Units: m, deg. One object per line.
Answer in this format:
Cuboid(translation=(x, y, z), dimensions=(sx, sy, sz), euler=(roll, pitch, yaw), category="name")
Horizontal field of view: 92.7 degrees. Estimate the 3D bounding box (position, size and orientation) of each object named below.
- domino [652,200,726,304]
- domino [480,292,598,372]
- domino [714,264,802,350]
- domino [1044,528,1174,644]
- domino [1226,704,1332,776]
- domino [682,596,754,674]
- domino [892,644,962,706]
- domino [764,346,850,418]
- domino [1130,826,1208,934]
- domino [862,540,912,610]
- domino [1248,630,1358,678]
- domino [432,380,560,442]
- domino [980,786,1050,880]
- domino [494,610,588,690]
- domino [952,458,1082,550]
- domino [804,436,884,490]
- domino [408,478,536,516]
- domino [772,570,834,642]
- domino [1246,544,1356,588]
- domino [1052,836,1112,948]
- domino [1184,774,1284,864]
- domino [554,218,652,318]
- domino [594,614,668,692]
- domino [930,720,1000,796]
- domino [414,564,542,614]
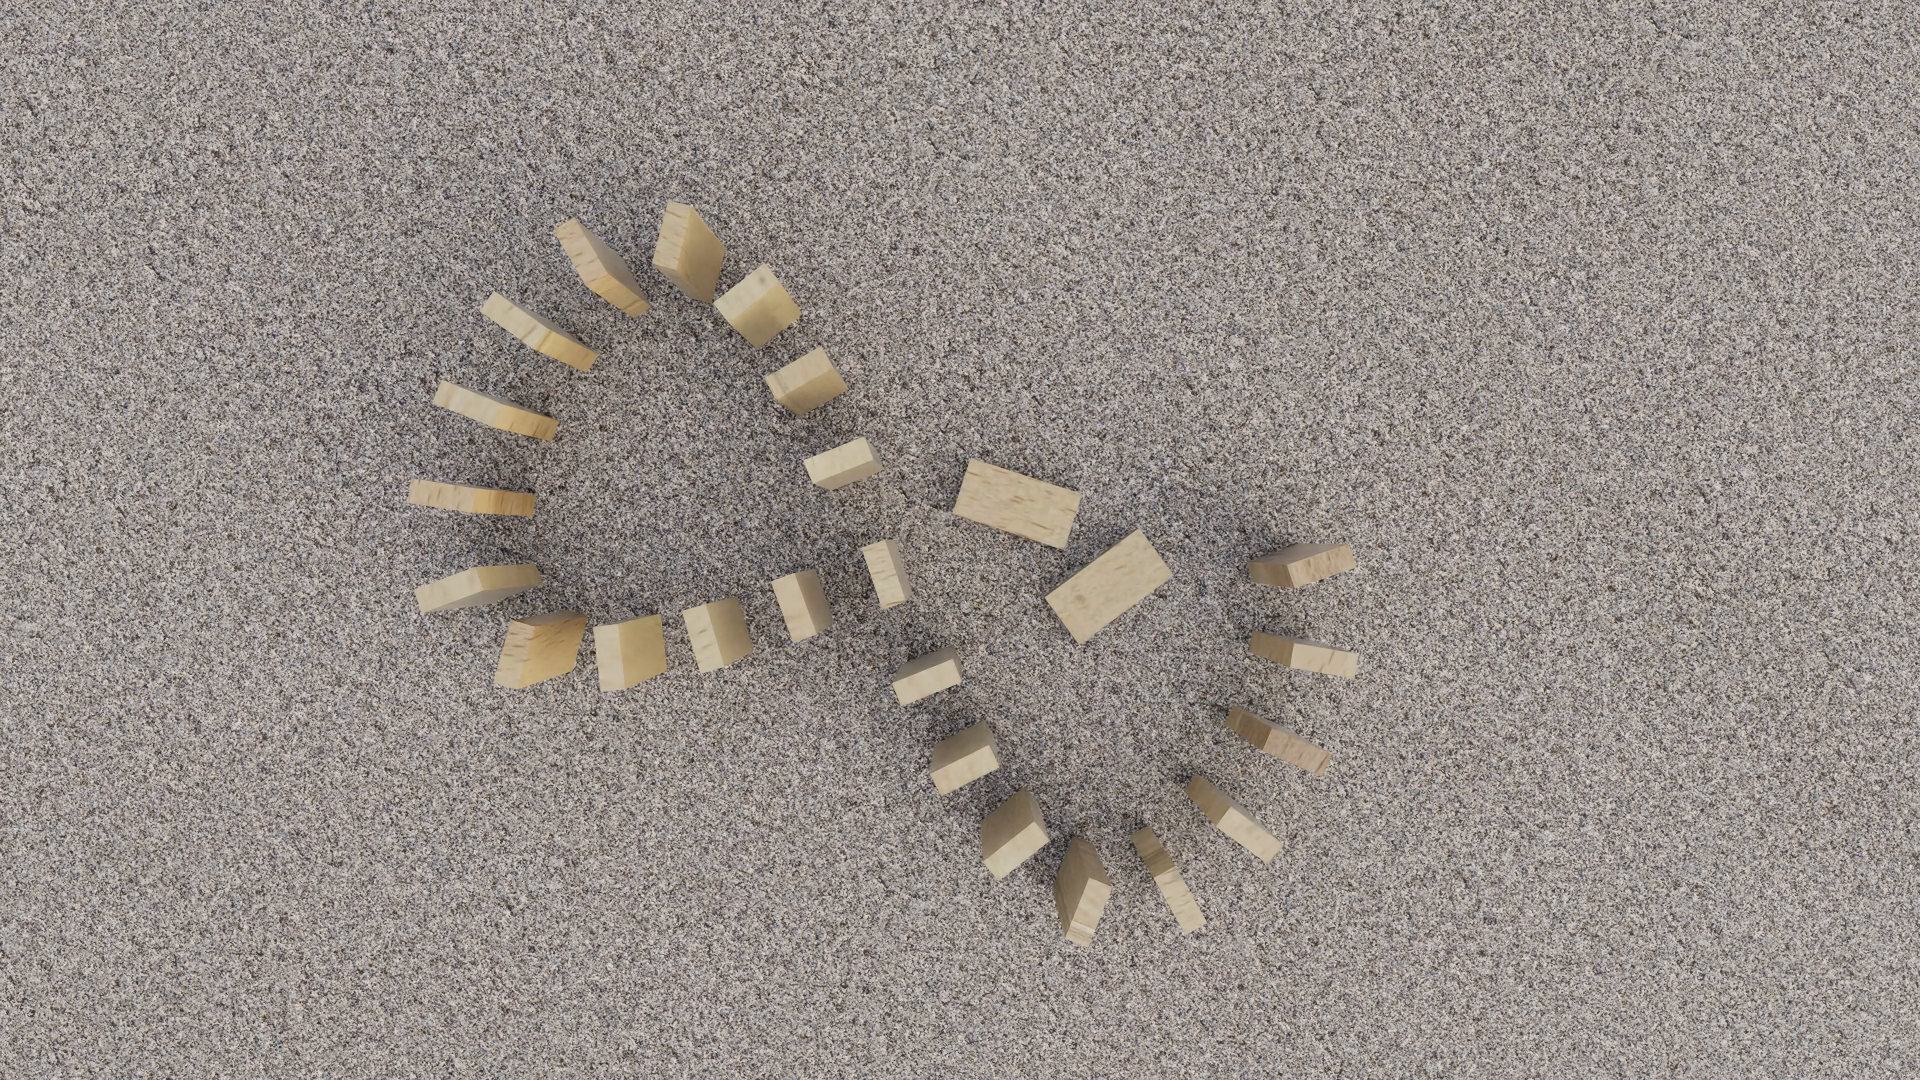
Cuboid(translation=(-0.110, -0.117, 0.375), dimensions=(0.010, 0.050, 0.025), euler=(15, 90, 0), category="domino")
Cuboid(translation=(-0.171, -0.084, 0.375), dimensions=(0.025, 0.050, 0.009), euler=(35, 90, 0), category="domino")
Cuboid(translation=(-0.082, -0.095, 0.375), dimensions=(0.025, 0.050, 0.009), euler=(-38, 90, 0), category="domino")
Cuboid(translation=(0.064, 0.020, 0.395), dimensions=(0.050, 0.010, 0.025), euler=(-36, 90, 0), category="domino")
Cuboid(translation=(0.129, 0.081, 0.375), dimensions=(0.025, 0.050, 0.010), euler=(24, 90, 0), category="domino")
Cuboid(translation=(-0.098, 0.038, 0.375), dimensions=(0.009, 0.050, 0.025), euler=(-17, 90, 0), category="domino")
Cuboid(translation=(-0.013, 0.054, 0.375), dimensions=(0.025, 0.050, 0.009), euler=(-22, 90, 0), category="domino")
Cuboid(translation=(-0.062, -0.064, 0.375), dimensions=(0.025, 0.050, 0.010), euler=(-29, 90, 0), category="domino")
Cuboid(translation=(0.084, 0.138, 0.375), dimensions=(0.009, 0.050, 0.025), euler=(-29, 90, 0), category="domino")
Cuboid(translation=(-0.029, 0.013, 0.375), dimensions=(0.009, 0.050, 0.025), euler=(-19, 90, 0), category="domino")
Cuboid(translation=(0.139, 0.046, 0.375), dimensions=(0.025, 0.050, 0.010), euler=(10, 90, 0), category="domino")
Cuboid(translation=(-0.188, -0.052, 0.375), dimensions=(0.025, 0.050, 0.010), euler=(22, 90, 0), category="domino")
Cuboid(translation=(0.022, 0.119, 0.375), dimensions=(0.025, 0.050, 0.010), euler=(-38, 90, 0), category="domino")
Cuboid(translation=(-0.170, 0.044, 0.375), dimensions=(0.009, 0.050, 0.025), euler=(16, 90, 0), category="domino")
Cuboid(translation=(0.024, -0.015, 0.395), dimensions=(0.050, 0.009, 0.025), euler=(18, 90, 0), category="domino")
Cuboid(translation=(-0.046, -0.031, 0.375), dimensions=(0.025, 0.050, 0.010), euler=(-22, 90, 0), category="domino")
Cuboid(translation=(-0.198, -0.017, 0.375), dimensions=(0.025, 0.050, 0.010), euler=(9, 90, 0), category="domino")
Cuboid(translation=(-0.063, 0.026, 0.375), dimensions=(0.009, 0.050, 0.025), euler=(-20, 90, 0), category="domino")
Cuboid(translation=(0.138, 0.010, 0.375), dimensions=(0.025, 0.050, 0.009), euler=(-19, 90, 0), category="domino")
Cuboid(translation=(0.049, 0.142, 0.375), dimensions=(0.009, 0.050, 0.025), euler=(22, 90, 0), category="domino")
Cuboid(translation=(0.111, 0.113, 0.375), dimensions=(0.025, 0.050, 0.010), euler=(36, 90, 0), category="domino")
Cuboid(translation=(-0.145, -0.110, 0.375), dimensions=(0.009, 0.050, 0.025), euler=(-31, 90, 0), category="domino")
Cuboid(translation=(-0.134, 0.045, 0.375), dimensions=(0.010, 0.050, 0.025), euler=(-7, 90, 0), category="domino")
Cuboid(translation=(0.002, 0.088, 0.375), dimensions=(0.025, 0.050, 0.010), euler=(-26, 90, 0), category="domino")
Cuboid(translation=(-0.195, 0.019, 0.375), dimensions=(0.025, 0.050, 0.009), euler=(-21, 90, 0), category="domino")
